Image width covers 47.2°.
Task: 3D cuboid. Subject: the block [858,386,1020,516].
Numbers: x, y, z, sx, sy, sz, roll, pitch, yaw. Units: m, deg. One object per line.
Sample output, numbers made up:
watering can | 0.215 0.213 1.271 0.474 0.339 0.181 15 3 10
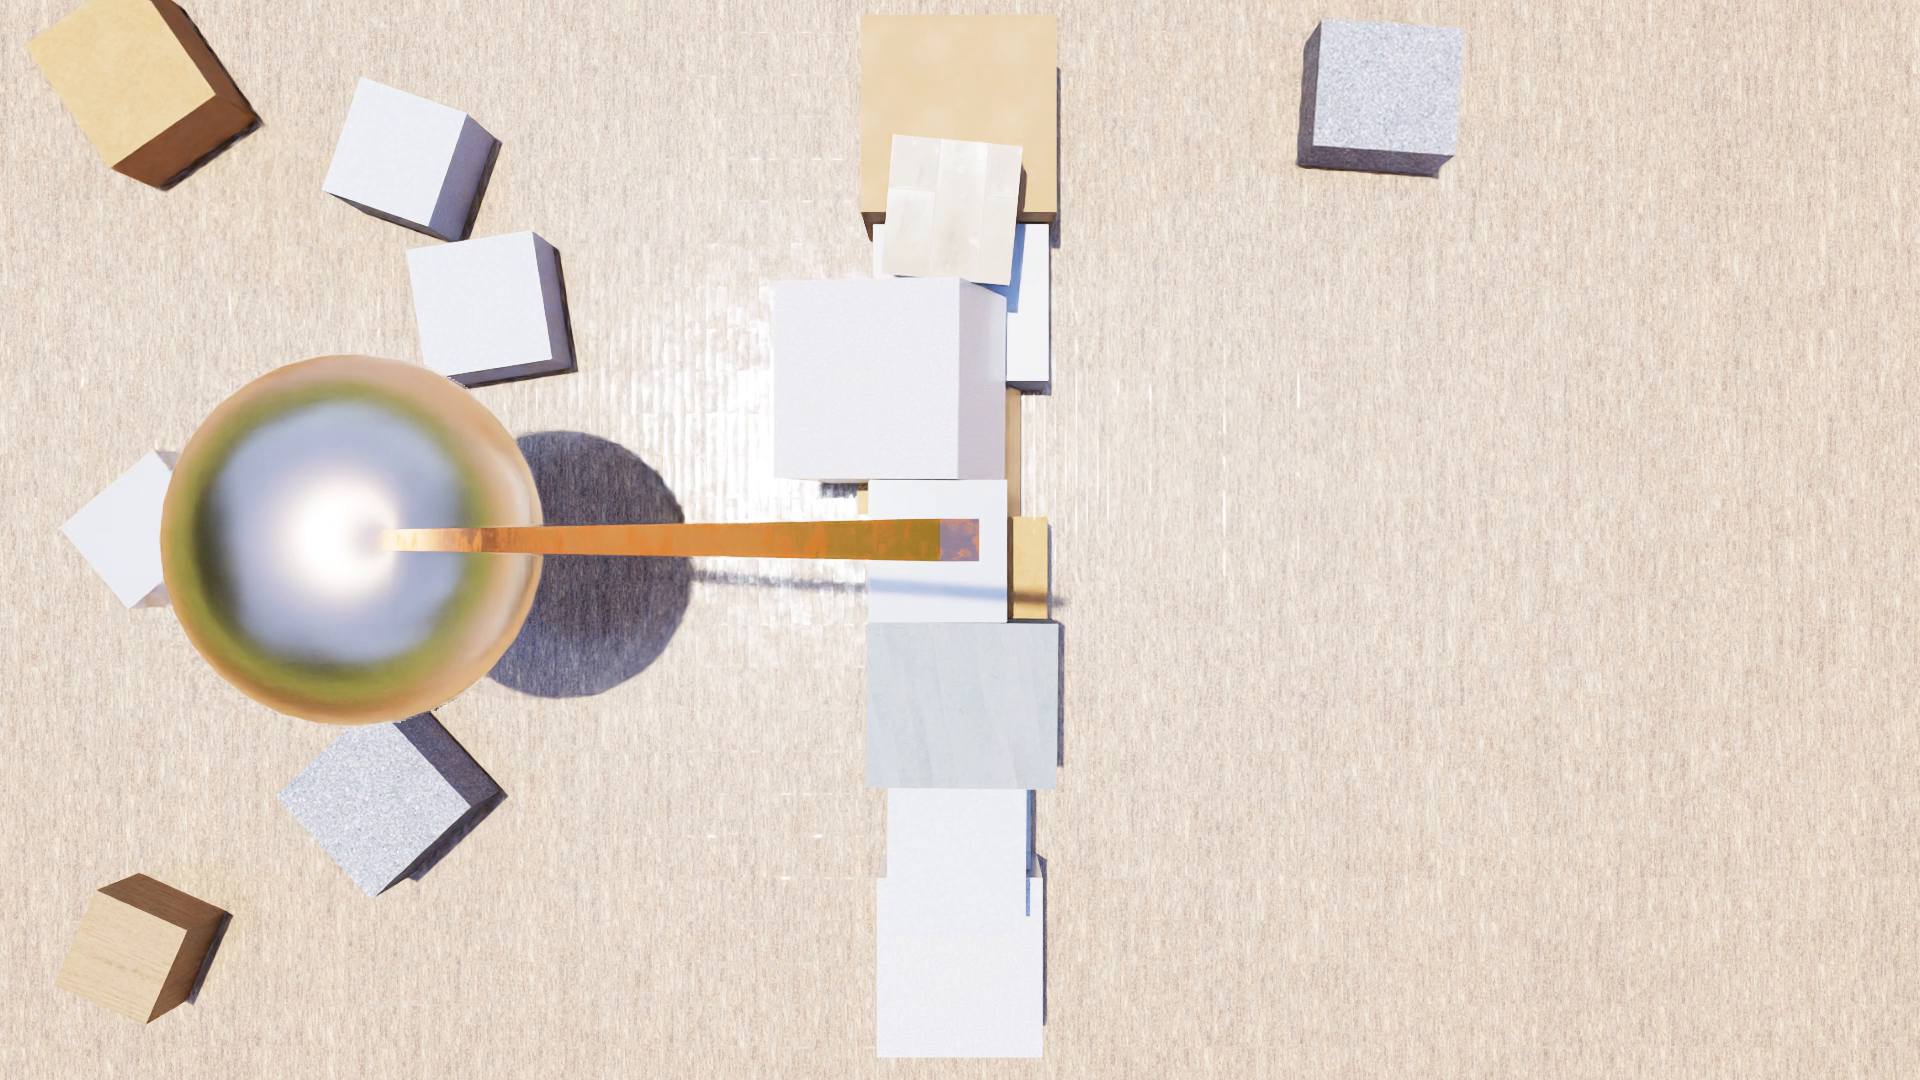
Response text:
block | -0.107 -0.506 12.496 0.723 0.850 0.738 0 90 15

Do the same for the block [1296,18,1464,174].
block | 2.410 -2.547 12.680 0.801 0.641 0.713 4 90 0

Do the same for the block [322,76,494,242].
block | -3.155 -2.168 12.634 0.625 0.732 0.668 19 90 0

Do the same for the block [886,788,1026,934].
block | -0.018 1.656 11.690 0.715 0.706 0.765 0 89 0

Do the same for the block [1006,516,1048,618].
block | -0.002 0.408 12.487 0.954 1.027 1.071 0 90 0

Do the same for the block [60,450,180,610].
block | -4.578 -0.059 12.640 0.677 0.719 0.599 -40 90 0

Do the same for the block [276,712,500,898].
block | -3.259 1.452 12.603 0.754 0.794 0.785 -43 90 0

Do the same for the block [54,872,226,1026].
block | -4.712 2.345 12.672 0.560 0.657 0.583 24 90 0

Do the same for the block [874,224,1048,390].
block | 0.004 -1.322 12.609 0.973 0.781 0.873 0 90 0

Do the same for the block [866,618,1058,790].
block | 0.011 0.845 11.582 0.971 0.782 0.844 1 90 0

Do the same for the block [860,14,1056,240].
block | -0.008 -2.300 12.427 1.054 1.147 1.064 0 90 0

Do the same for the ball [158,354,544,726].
ball | -2.599 0.000 9.464 1.600 1.600 1.600 0 90 0

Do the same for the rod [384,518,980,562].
rod | -1.126 0.000 6.400 0.080 5.200 0.080 0 90 -26

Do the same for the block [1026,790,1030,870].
block | 0.008 1.397 12.638 0.771 0.725 0.887 0 90 0

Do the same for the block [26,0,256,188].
block | -4.690 -2.624 12.639 0.721 0.722 0.834 -35 90 0

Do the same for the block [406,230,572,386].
block | -2.705 -1.325 12.685 0.715 0.629 0.734 -9 90 0

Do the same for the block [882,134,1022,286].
block | -0.043 -1.715 11.514 0.659 0.687 0.701 5 96 -1

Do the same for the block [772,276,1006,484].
block | -0.354 -0.817 11.611 0.980 0.988 1.011 1 90 15

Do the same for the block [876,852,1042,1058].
block | -0.002 2.341 12.520 0.907 0.961 0.983 0 90 0

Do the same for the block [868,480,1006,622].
block | -0.113 0.056 11.573 0.703 0.801 0.724 0 90 0
